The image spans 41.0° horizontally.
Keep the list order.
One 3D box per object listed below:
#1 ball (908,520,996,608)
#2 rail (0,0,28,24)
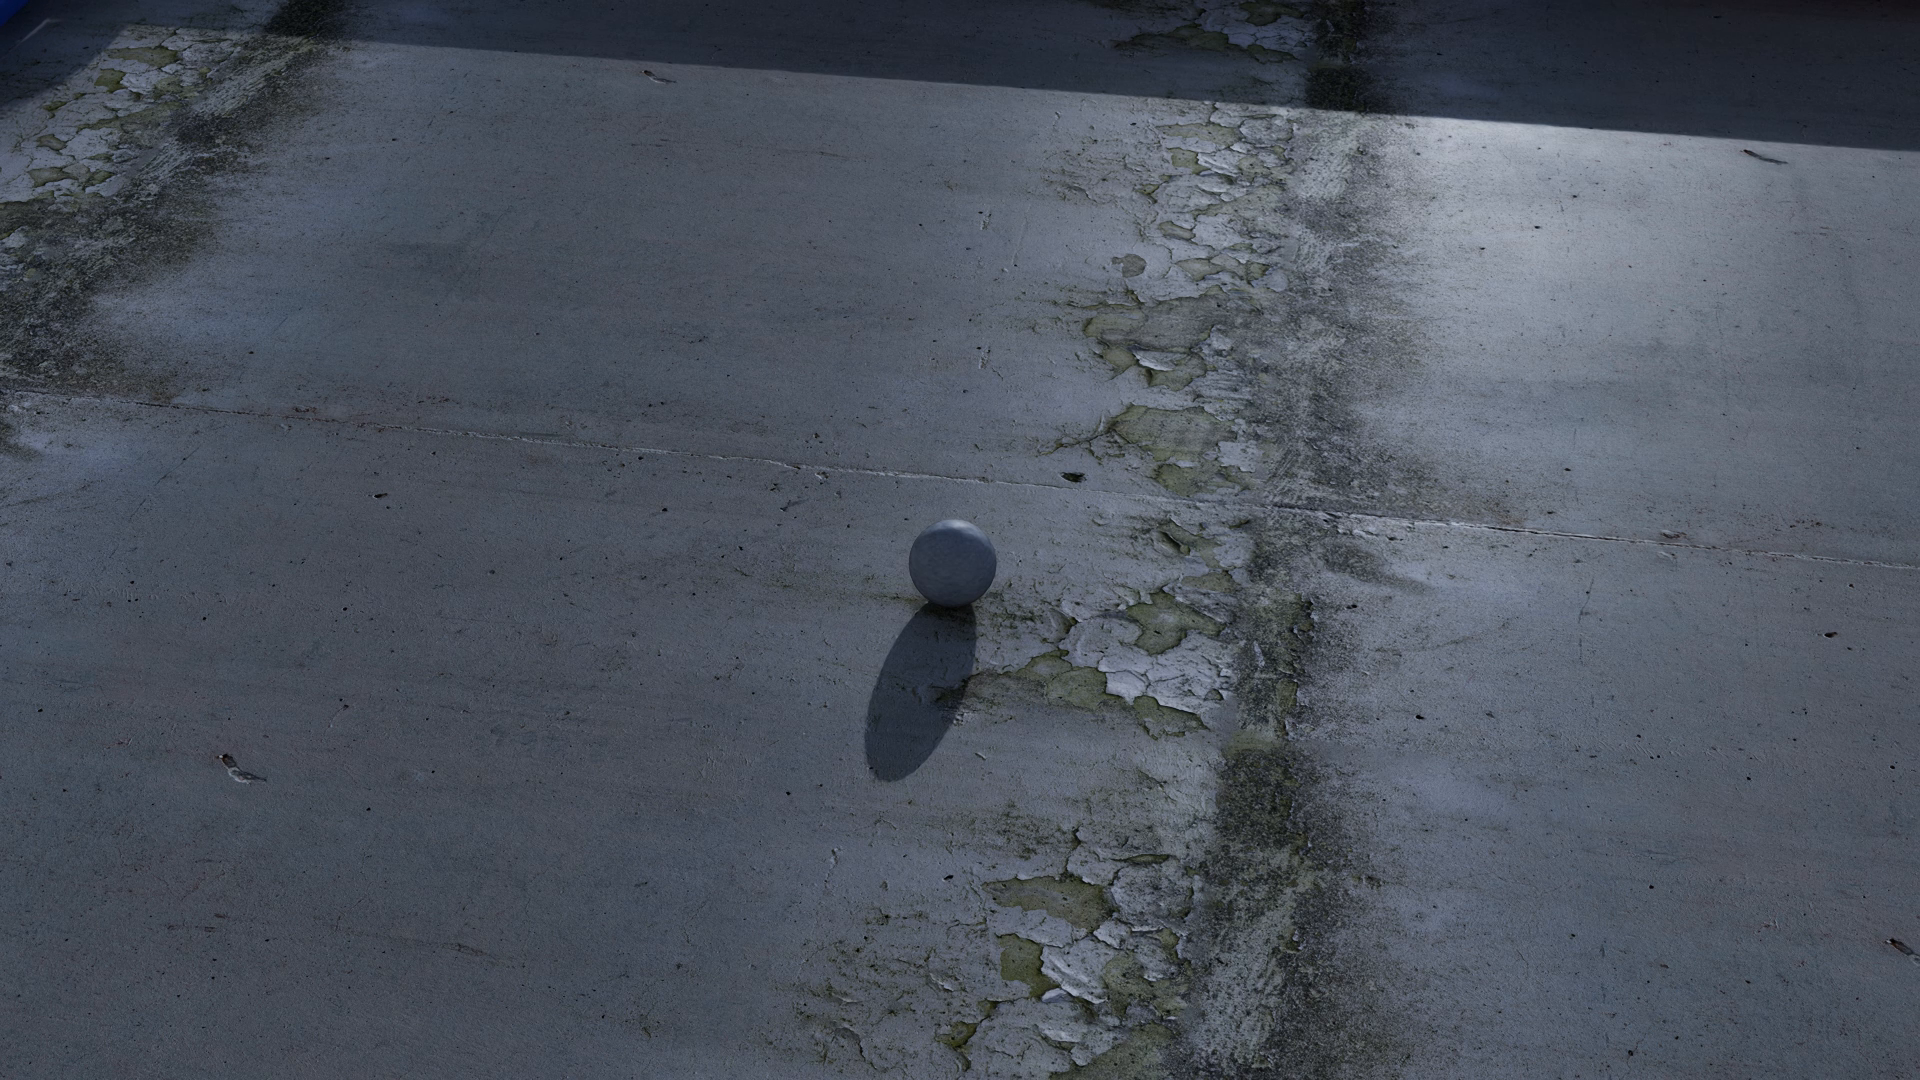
[{"bbox_3d":[-0.005,0.016,1.708,0.059,0.059,0.059,0,35,0],"label":"ball"},{"bbox_3d":[-1.027,-0.115,1.844,0.045,0.112,2.277,5,36,8],"label":"rail"}]
